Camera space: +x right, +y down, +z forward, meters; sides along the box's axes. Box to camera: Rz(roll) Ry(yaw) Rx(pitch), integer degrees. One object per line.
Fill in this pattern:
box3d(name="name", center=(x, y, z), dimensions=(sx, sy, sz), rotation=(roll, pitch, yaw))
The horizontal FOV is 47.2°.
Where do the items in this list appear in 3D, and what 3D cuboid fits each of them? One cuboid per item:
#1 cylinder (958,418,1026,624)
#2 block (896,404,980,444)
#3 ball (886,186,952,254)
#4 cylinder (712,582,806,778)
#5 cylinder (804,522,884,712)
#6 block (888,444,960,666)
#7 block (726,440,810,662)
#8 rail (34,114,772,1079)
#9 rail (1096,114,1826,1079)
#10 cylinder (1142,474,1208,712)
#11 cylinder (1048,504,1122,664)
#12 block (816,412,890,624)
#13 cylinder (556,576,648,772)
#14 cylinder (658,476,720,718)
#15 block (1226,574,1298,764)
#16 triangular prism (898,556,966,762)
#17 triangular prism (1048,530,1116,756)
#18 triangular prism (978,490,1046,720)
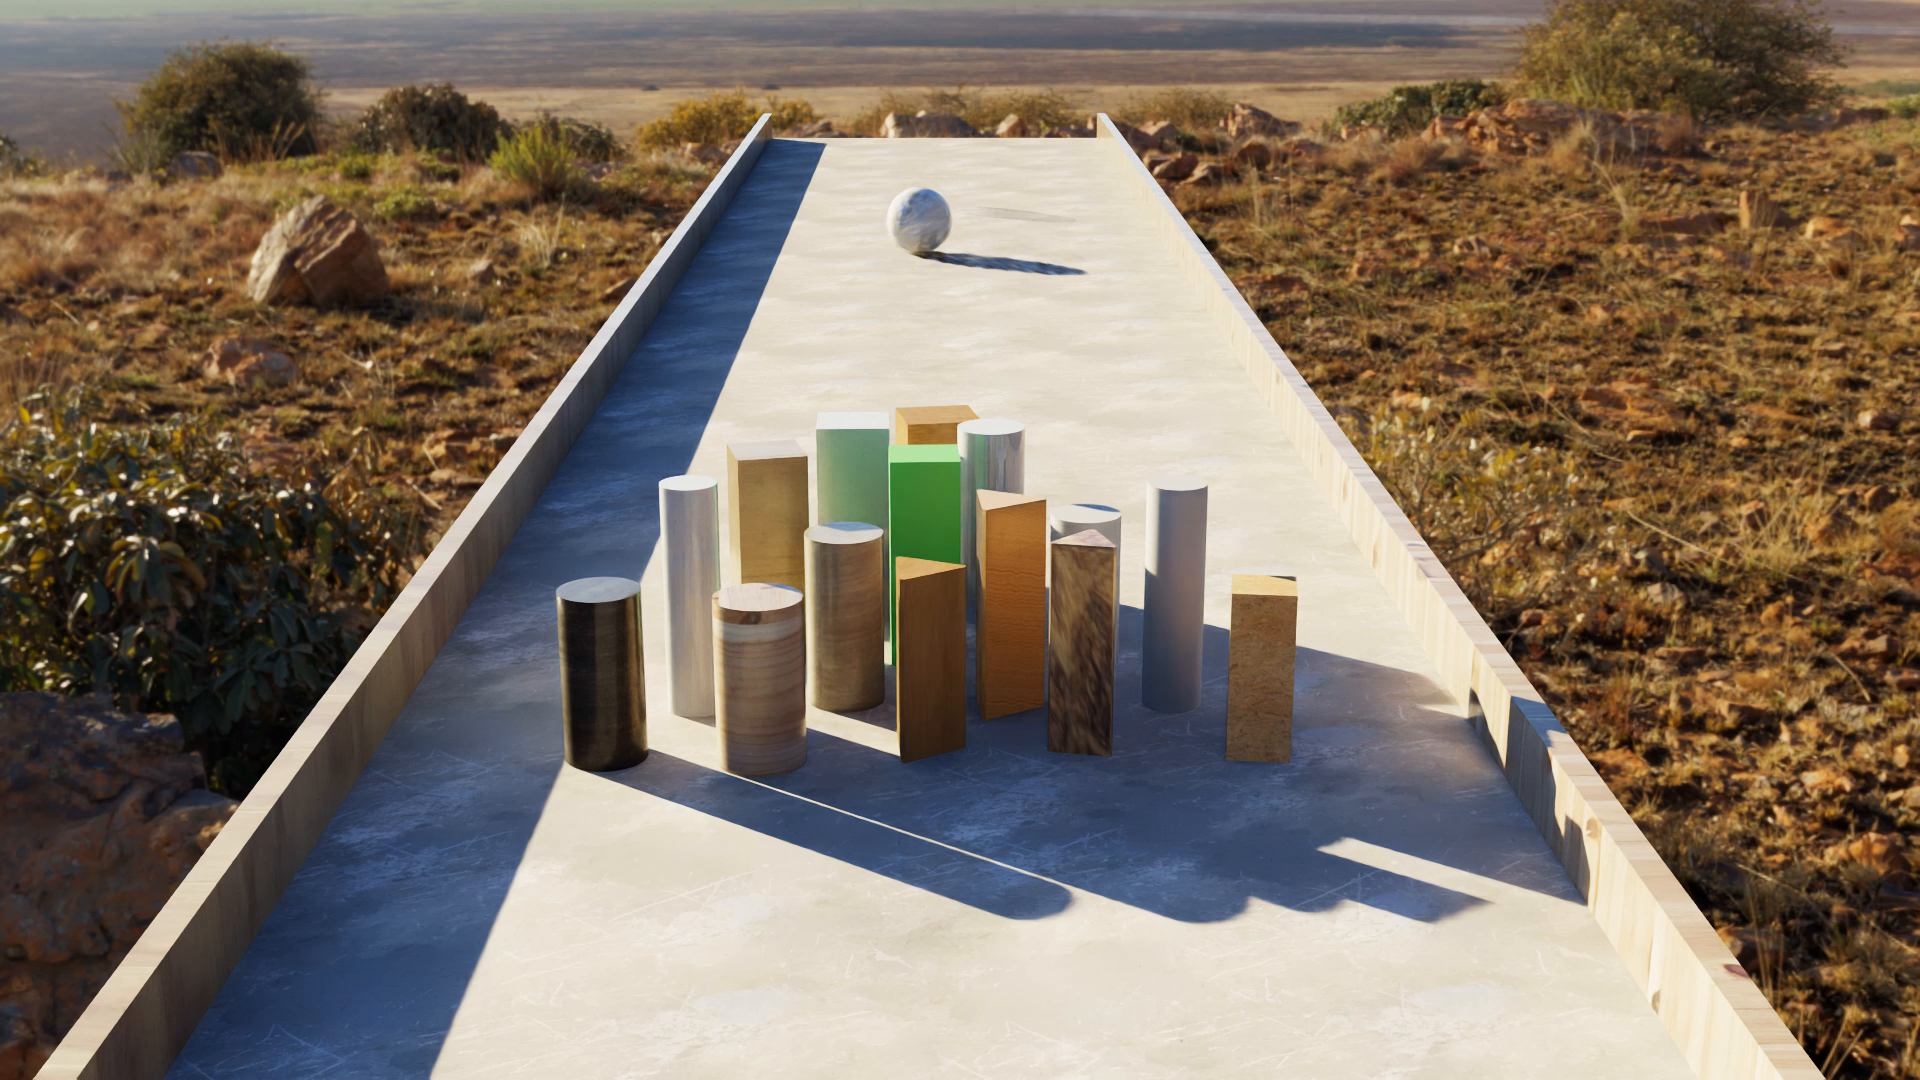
box3d(name="cylinder", center=(0.065, -0.038, 4.631), dimensions=(0.142, 0.413, 0.142), rotation=(0, 17, 0))
box3d(name="block", center=(-0.048, -0.092, 4.866), dimensions=(0.163, 0.381, 0.163), rotation=(-3, 17, -10))
box3d(name="ball", center=(-0.170, -1.347, 9.264), dimensions=(0.279, 0.279, 0.279), rotation=(0, 17, 0))
box3d(name="cylinder", center=(-0.352, 0.245, 3.867), dimensions=(0.159, 0.306, 0.159), rotation=(0, 17, 0))
box3d(name="cylinder", center=(-0.218, 0.145, 4.159), dimensions=(0.148, 0.331, 0.148), rotation=(0, 17, 0))
box3d(name="block", center=(-0.071, 0.029, 4.394), dimensions=(0.138, 0.418, 0.138), rotation=(-1, 17, -3))
box3d(name="block", center=(-0.381, 0.026, 4.396), dimensions=(0.138, 0.424, 0.138), rotation=(-4, 17, -14))
box3d(name="rail", center=(-1.118, -0.838, 7.780), dimensions=(0.050, 0.150, 12.000), rotation=(0, 17, -1))
box3d(name="rail", center=(0.932, -0.844, 7.801), dimensions=(0.050, 0.150, 12.000), rotation=(0, 17, -1))
box3d(name="cylinder", center=(0.402, 0.101, 4.126), dimensions=(0.113, 0.433, 0.113), rotation=(0, 17, 0))
box3d(name="cylinder", center=(0.249, 0.093, 4.381), dimensions=(0.140, 0.304, 0.140), rotation=(0, 17, 0))
box3d(name="block", center=(-0.223, -0.048, 4.647), dimensions=(0.151, 0.422, 0.151), rotation=(-1, 17, -2))
box3d(name="cylinder", center=(-0.631, 0.236, 3.884), dimensions=(0.148, 0.312, 0.148), rotation=(0, 17, 0))
box3d(name="cylinder", center=(-0.499, 0.106, 4.098), dimensions=(0.107, 0.440, 0.107), rotation=(0, 17, 0))
box3d(name="block", center=(0.536, 0.228, 3.913), dimensions=(0.114, 0.312, 0.114), rotation=(2, 17, 7))
box3d(name="triangular prism", center=(-0.078, 0.207, 3.933), dimensions=(0.136, 0.341, 0.118), rotation=(-11, 20, -33))
box3d(name="triangular prism", center=(0.225, 0.182, 3.931), dimensions=(0.116, 0.391, 0.100), rotation=(4, 17, 12))
box3d(name="triangular prism", center=(0.068, 0.115, 4.126), dimensions=(0.140, 0.407, 0.121), rotation=(-11, 20, -32))
